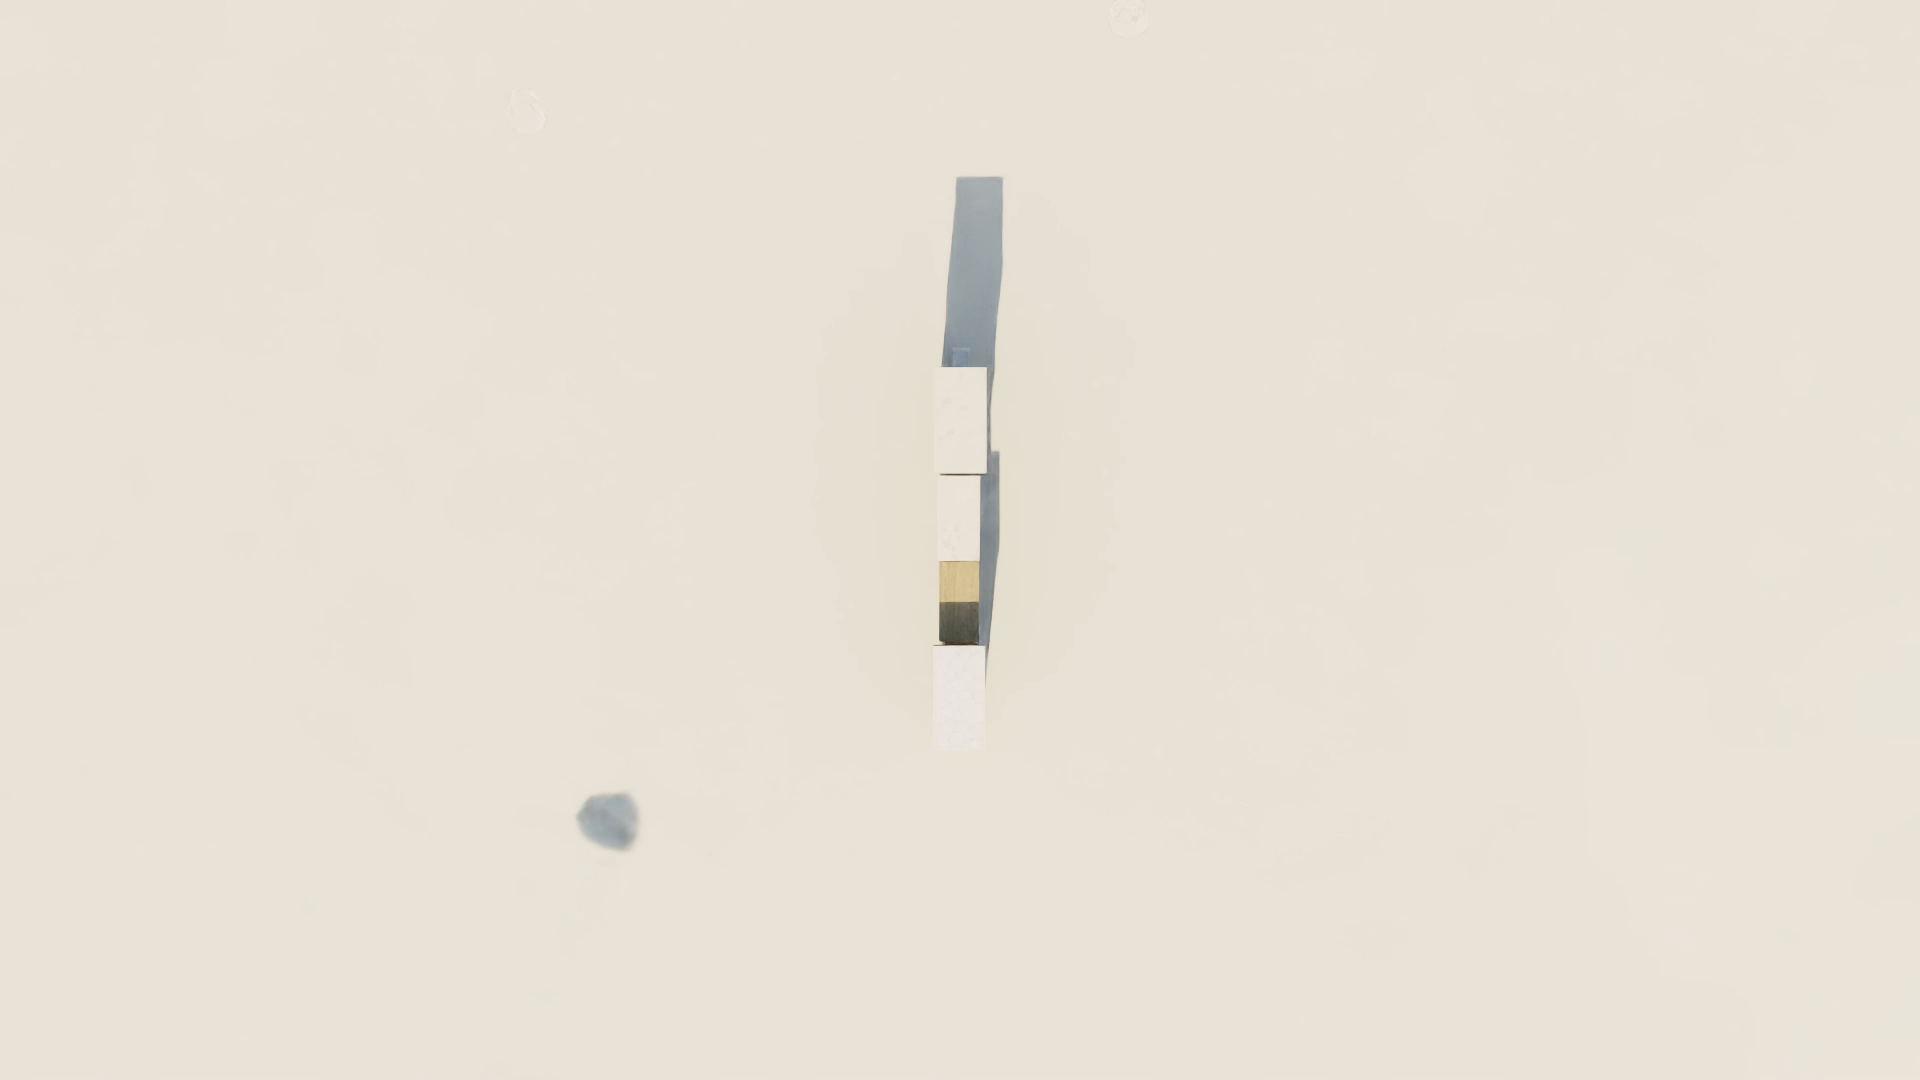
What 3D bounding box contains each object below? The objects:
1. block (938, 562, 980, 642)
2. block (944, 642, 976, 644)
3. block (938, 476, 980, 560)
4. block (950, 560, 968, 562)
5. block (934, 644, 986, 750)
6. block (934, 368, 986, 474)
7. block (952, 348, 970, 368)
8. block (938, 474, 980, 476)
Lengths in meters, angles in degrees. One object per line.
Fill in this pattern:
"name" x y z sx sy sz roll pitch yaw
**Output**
"block" -0.003 0.188 5.061 0.122 0.035 0.245 0 90 0
"block" 0.001 0.414 5.292 0.097 0.028 0.194 0 90 0
"block" -0.005 -0.065 4.923 0.126 0.036 0.252 0 90 0
"block" -0.001 0.095 5.379 0.057 0.016 0.113 0 90 0
"block" -0.003 0.471 4.946 0.155 0.044 0.311 0 90 0
"block" 0.000 -0.352 4.859 0.155 0.044 0.310 0 90 0
"block" 0.005 -0.569 5.378 0.057 0.016 0.114 0 90 0
"block" -0.003 -0.101 5.212 0.135 0.038 0.269 0 90 0
